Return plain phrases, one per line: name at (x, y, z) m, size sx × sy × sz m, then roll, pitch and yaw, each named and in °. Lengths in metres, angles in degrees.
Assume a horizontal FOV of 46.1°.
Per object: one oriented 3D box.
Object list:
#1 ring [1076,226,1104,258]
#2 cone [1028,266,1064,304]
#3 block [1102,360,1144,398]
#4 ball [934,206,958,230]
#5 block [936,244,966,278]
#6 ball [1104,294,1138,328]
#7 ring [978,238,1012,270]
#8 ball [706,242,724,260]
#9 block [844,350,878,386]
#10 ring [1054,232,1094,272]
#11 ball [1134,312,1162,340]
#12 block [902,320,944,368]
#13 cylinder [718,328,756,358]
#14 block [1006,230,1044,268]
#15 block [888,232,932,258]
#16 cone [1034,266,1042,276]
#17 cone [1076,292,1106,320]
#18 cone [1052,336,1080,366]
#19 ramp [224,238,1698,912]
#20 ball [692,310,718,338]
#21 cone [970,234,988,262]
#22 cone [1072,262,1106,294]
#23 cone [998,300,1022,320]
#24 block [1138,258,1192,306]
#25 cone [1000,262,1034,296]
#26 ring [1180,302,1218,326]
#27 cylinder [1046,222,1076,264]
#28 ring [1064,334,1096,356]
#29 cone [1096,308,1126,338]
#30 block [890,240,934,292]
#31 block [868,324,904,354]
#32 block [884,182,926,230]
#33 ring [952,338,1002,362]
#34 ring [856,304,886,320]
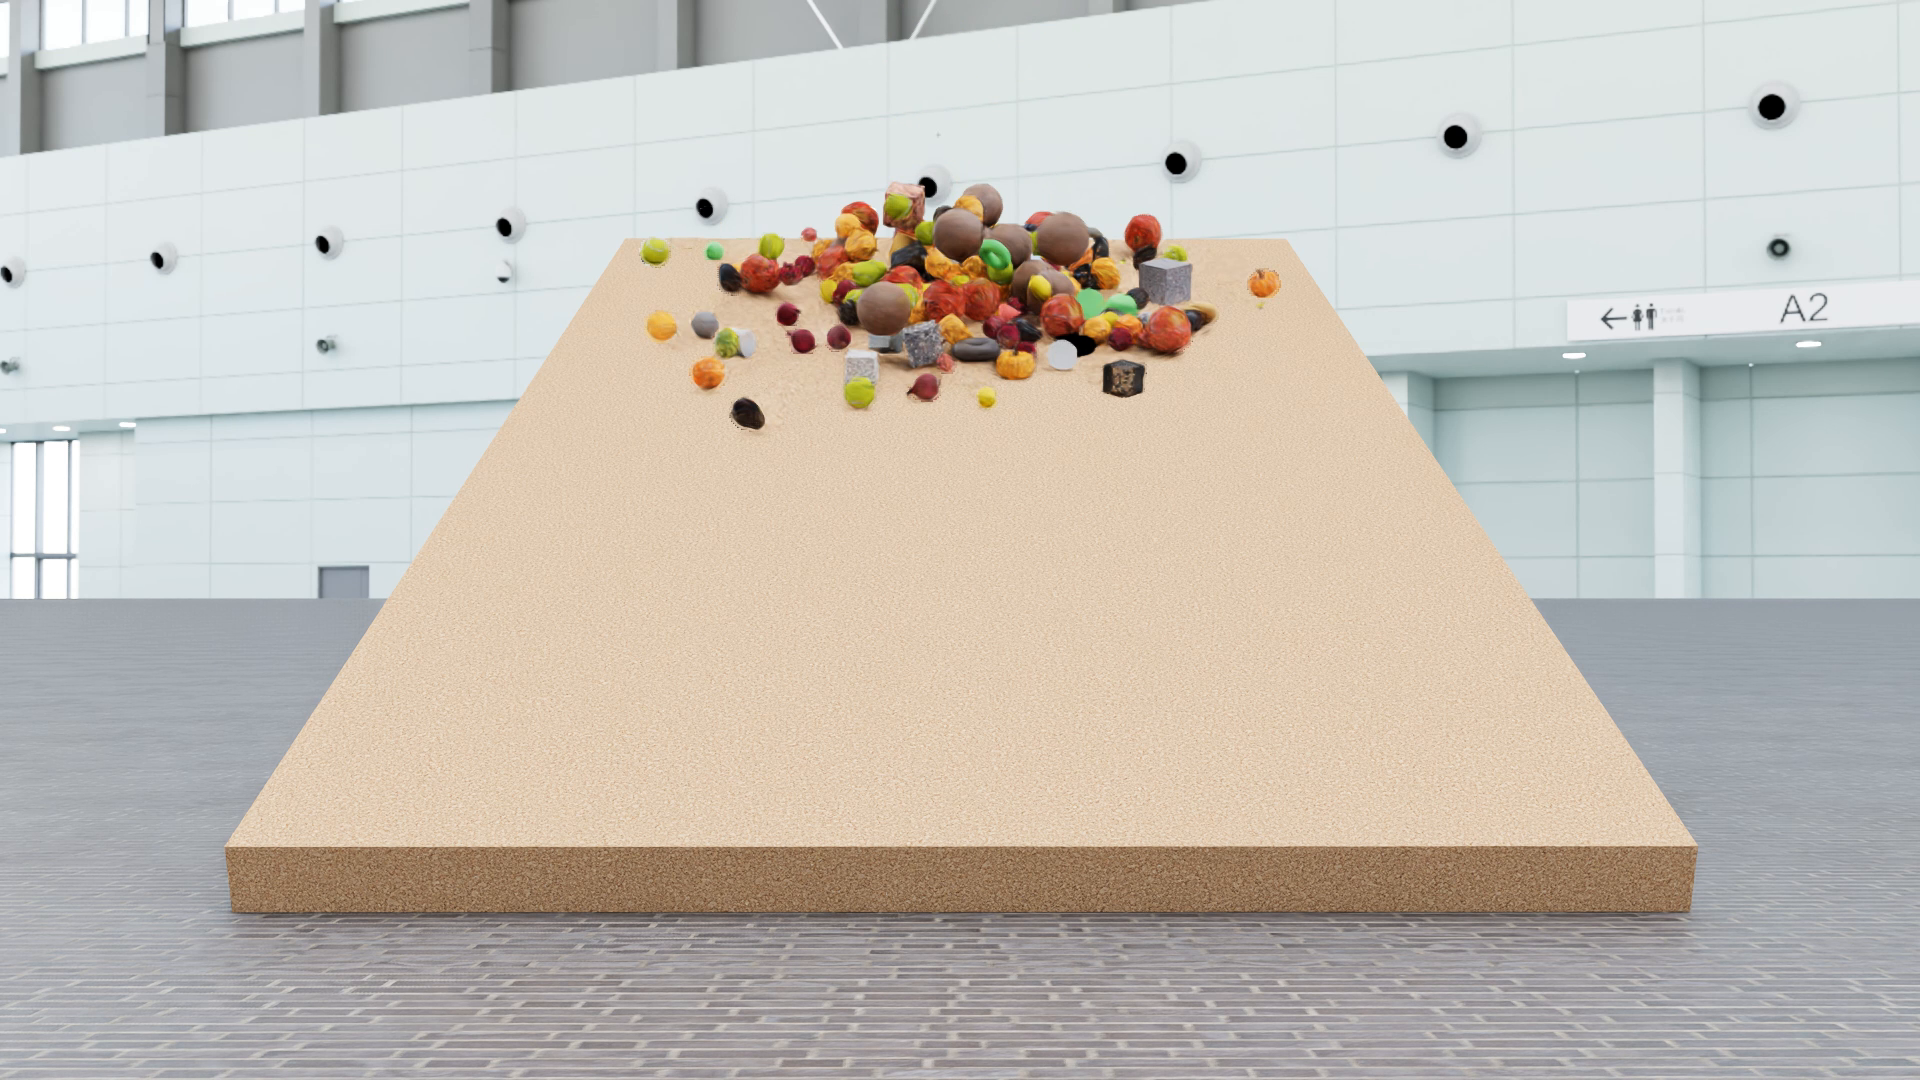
ring at (0.376, -0.868, 6.581) m, size 0.091 × 0.091 × 0.030 m, roll 0°, pitch 14°, yaw -9°
cone at (0.231, -0.693, 6.060) m, size 0.096 × 0.096 × 0.096 m, roll -1°, pitch 22°, yaw 1°
block at (0.376, -0.371, 5.200) m, size 0.066 × 0.066 × 0.066 m, roll -18°, pitch 26°, yaw -41°
ball at (-0.040, -0.895, 6.276) m, size 0.070 × 0.070 × 0.070 m, roll 0°, pitch -1°, yaw 0°
block at (-0.026, -0.773, 6.248) m, size 0.064 × 0.064 × 0.064 m, roll -12°, pitch -21°, yaw 8°
ball at (0.410, -0.585, 5.772) m, size 0.089 × 0.089 × 0.089 m, roll 0°, pitch -1°, yaw 0°
ring at (0.090, -0.734, 5.800) m, size 0.094 × 0.031 × 0.094 m, roll 28°, pitch -27°, yaw 16°
ball at (-0.709, -0.836, 6.533) m, size 0.054 × 0.054 × 0.054 m, roll 0°, pitch -1°, yaw 0°
block at (-0.230, -0.401, 5.279) m, size 0.069 × 0.069 × 0.069 m, roll 2°, pitch 19°, yaw 4°
ring at (0.322, -0.806, 6.356) m, size 0.046 × 0.137 × 0.137 m, roll -37°, pitch -22°, yaw 31°
ball at (0.471, -0.539, 5.673) m, size 0.068 × 0.068 × 0.068 m, roll 0°, pitch -1°, yaw 0°
block at (-0.089, -0.472, 5.427) m, size 0.082 × 0.082 × 0.082 m, roll -14°, pitch 17°, yaw 2°
cylinder at (-0.543, -0.483, 5.511) m, size 0.066 × 0.066 × 0.066 m, roll 11°, pitch 4°, yaw 28°
block at (0.177, -0.805, 6.275) m, size 0.072 × 0.072 × 0.072 m, roll -7°, pitch -30°, yaw 38°
block at (-0.142, -0.816, 6.383) m, size 0.078 × 0.078 × 0.078 m, roll 17°, pitch 11°, yaw -37°
cone at (0.204, -0.764, 6.360) m, size 0.082 × 0.082 × 0.082 m, roll 23°, pitch -9°, yaw -18°
cone at (0.324, -0.607, 5.910) m, size 0.085 × 0.085 × 0.085 m, roll 1°, pitch 5°, yaw -26°
cone at (0.239, -0.438, 5.434) m, size 0.074 × 0.074 × 0.074 m, roll 1°, pitch -28°, yaw -25°
ramp at (-0.005, -0.201, 4.967) m, size 2.000 × 0.100 × 4.000 m, roll 0°, pitch 19°, yaw 0°
ball at (-0.642, -0.542, 5.680) m, size 0.068 × 0.068 × 0.068 m, roll 0°, pitch -1°, yaw 0°
cone at (0.048, -0.831, 6.526) m, size 0.079 × 0.079 × 0.079 m, roll 18°, pitch -36°, yaw 13°
cone at (0.356, -0.705, 6.189) m, size 0.089 × 0.089 × 0.089 m, roll 0°, pitch -7°, yaw 6°
cone at (0.132, -0.572, 5.693) m, size 0.052 × 0.052 × 0.052 m, roll 11°, pitch -6°, yaw -28°
block at (0.551, -0.694, 6.066) m, size 0.100 × 0.100 × 0.100 m, roll -17°, pitch 25°, yaw -39°
cone at (0.164, -0.691, 6.143) m, size 0.095 × 0.095 × 0.095 m, roll -5°, pitch -43°, yaw -5°
ring at (0.612, -0.579, 5.784) m, size 0.095 × 0.032 × 0.095 m, roll -3°, pitch -23°, yaw -1°
cylinder at (0.293, -0.855, 6.507) m, size 0.090 × 0.090 × 0.090 m, roll -5°, pitch 30°, yaw 3°
ring at (0.281, -0.478, 5.551) m, size 0.107 × 0.036 × 0.107 m, roll 0°, pitch 21°, yaw 0°
cone at (0.387, -0.540, 5.725) m, size 0.079 × 0.079 × 0.079 m, roll 0°, pitch -8°, yaw 11°
block at (-0.129, -0.749, 6.167) m, size 0.086 × 0.086 × 0.086 m, roll -24°, pitch 30°, yaw 15°
block at (-0.179, -0.489, 5.483) m, size 0.060 × 0.060 × 0.060 m, roll 3°, pitch -9°, yaw 31°
block at (-0.156, -0.935, 6.313) m, size 0.096 × 0.096 × 0.096 m, roll 8°, pitch 31°, yaw 8°
ring at (0.041, -0.463, 5.499) m, size 0.122 × 0.041 × 0.122 m, roll -3°, pitch 18°, yaw 1°
ring at (-0.232, -0.592, 5.879) m, size 0.077 × 0.026 × 0.077 m, roll -5°, pitch 25°, yaw 2°
